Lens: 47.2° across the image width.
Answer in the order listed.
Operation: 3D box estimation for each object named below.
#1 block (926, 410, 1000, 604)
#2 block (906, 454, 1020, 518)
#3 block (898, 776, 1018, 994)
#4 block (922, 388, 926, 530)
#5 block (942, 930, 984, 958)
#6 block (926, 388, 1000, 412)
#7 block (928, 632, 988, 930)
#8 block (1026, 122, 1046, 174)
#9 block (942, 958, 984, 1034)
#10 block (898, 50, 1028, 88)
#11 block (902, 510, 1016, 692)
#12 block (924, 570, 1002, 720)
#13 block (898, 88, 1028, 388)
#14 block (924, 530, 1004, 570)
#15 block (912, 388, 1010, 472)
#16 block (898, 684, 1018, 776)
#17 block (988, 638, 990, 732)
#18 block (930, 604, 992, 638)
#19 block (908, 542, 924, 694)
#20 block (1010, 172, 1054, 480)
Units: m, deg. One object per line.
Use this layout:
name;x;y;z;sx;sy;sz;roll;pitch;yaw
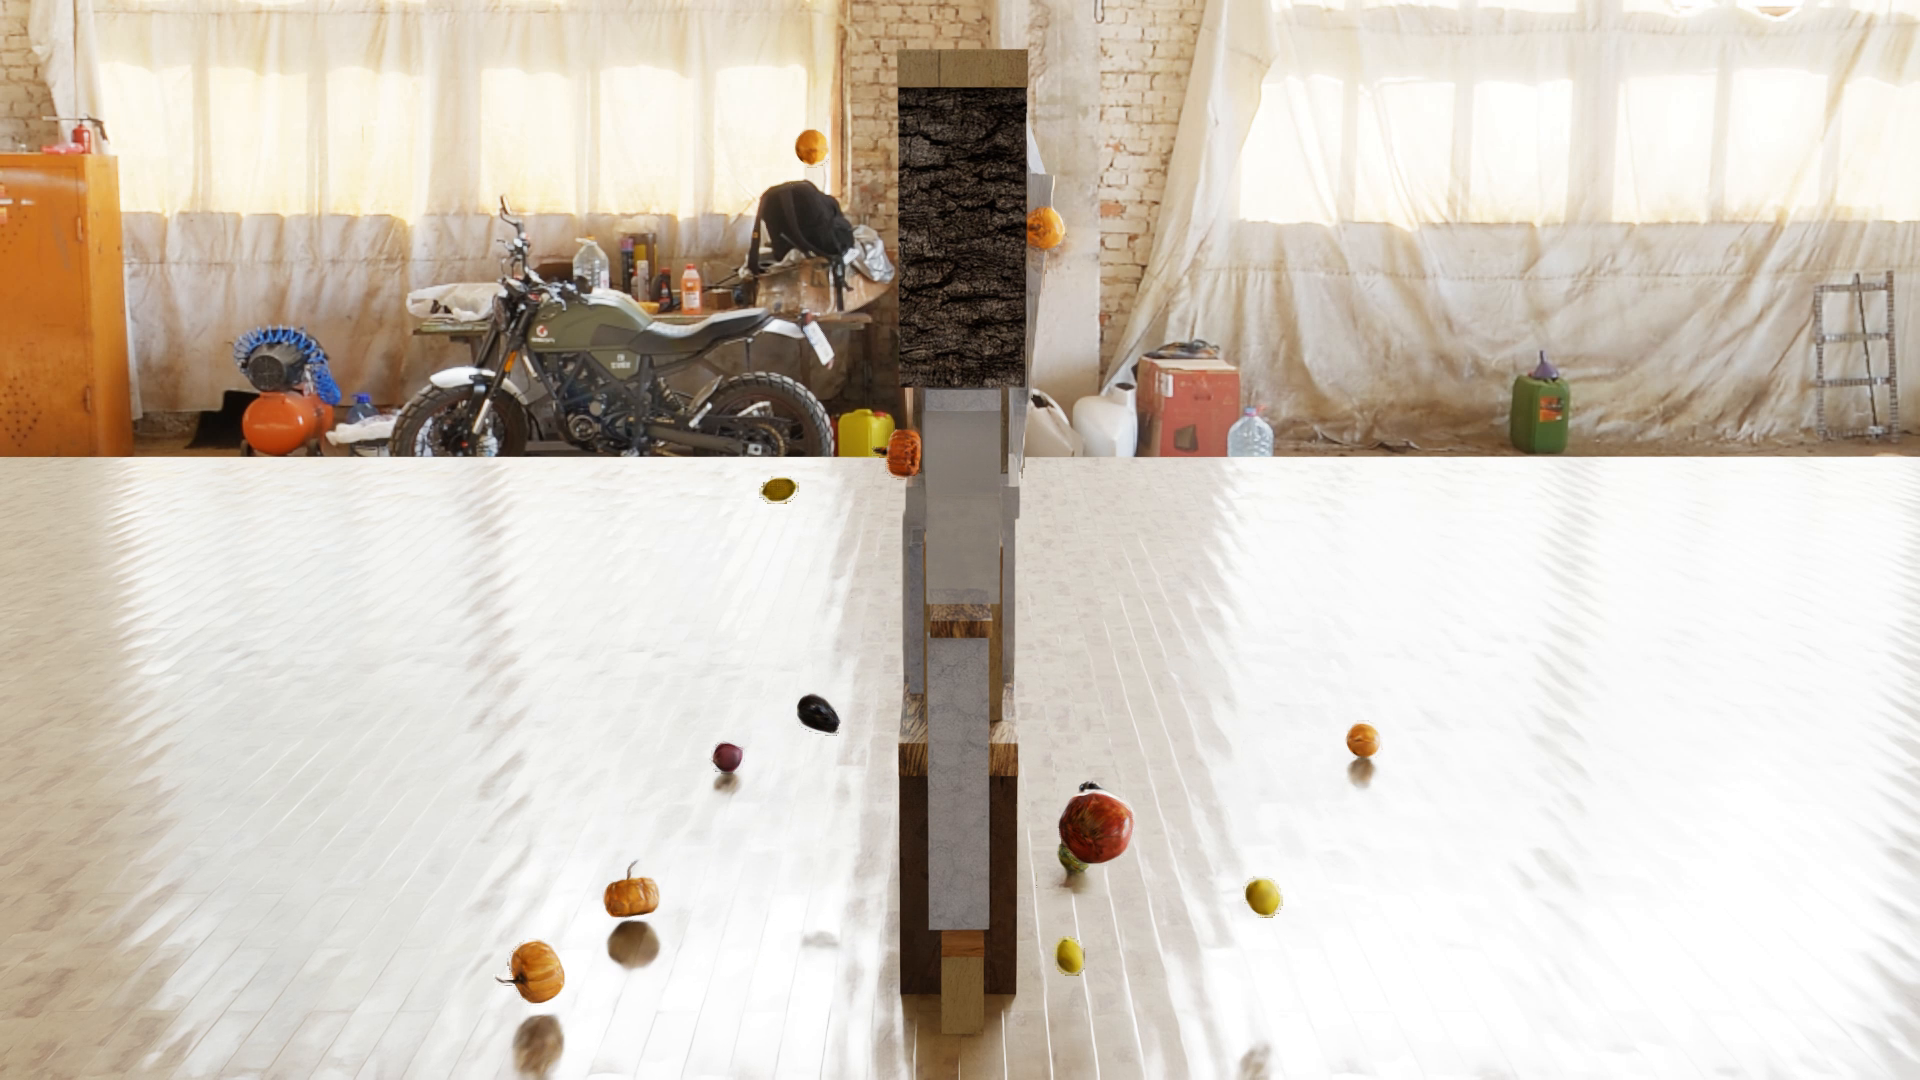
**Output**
block;0.004;-0.049;3.123;0.105;0.280;0.030;0;10;-1
block;0.004;-0.090;3.592;0.178;0.050;0.356;0;11;0
block;-0.002;0.496;3.234;0.172;0.344;0.049;0;11;0
block;-0.003;-0.150;3.323;0.108;0.266;0.031;0;11;0
block;0.004;0.563;3.123;0.059;0.017;0.118;0;11;0
block;0.003;-0.213;3.163;0.105;0.030;0.210;0;11;-1
block;-0.002;0.341;3.098;0.086;0.429;0.024;0;10;-1
block;0.091;-0.690;3.796;0.096;0.027;0.193;41;-7;21
block;0.004;0.636;3.097;0.059;0.118;0.017;0;11;0
block;0.003;-0.670;3.148;0.177;0.050;0.355;0;11;0
block;-0.002;0.167;3.517;0.178;0.427;0.050;0;11;-1
block;0.005;0.150;3.252;0.116;0.232;0.033;0;11;0
block;0.003;-0.421;3.072;0.177;0.412;0.050;0;10;0
block;0.004;0.006;3.304;0.116;0.033;0.232;0;11;0
block;0.002;-0.267;3.551;0.156;0.312;0.044;1;9;3
block;-0.003;0.282;3.310;0.172;0.049;0.344;0;11;0
block;-0.001;0.193;3.186;0.085;0.171;0.024;0;11;-1
block;0.000;0.108;3.113;0.085;0.024;0.171;0;10;-1
block;-0.019;0.123;3.399;0.116;0.232;0.033;2;11;9
block;0.082;-0.338;3.827;0.096;0.601;0.027;7;4;6
